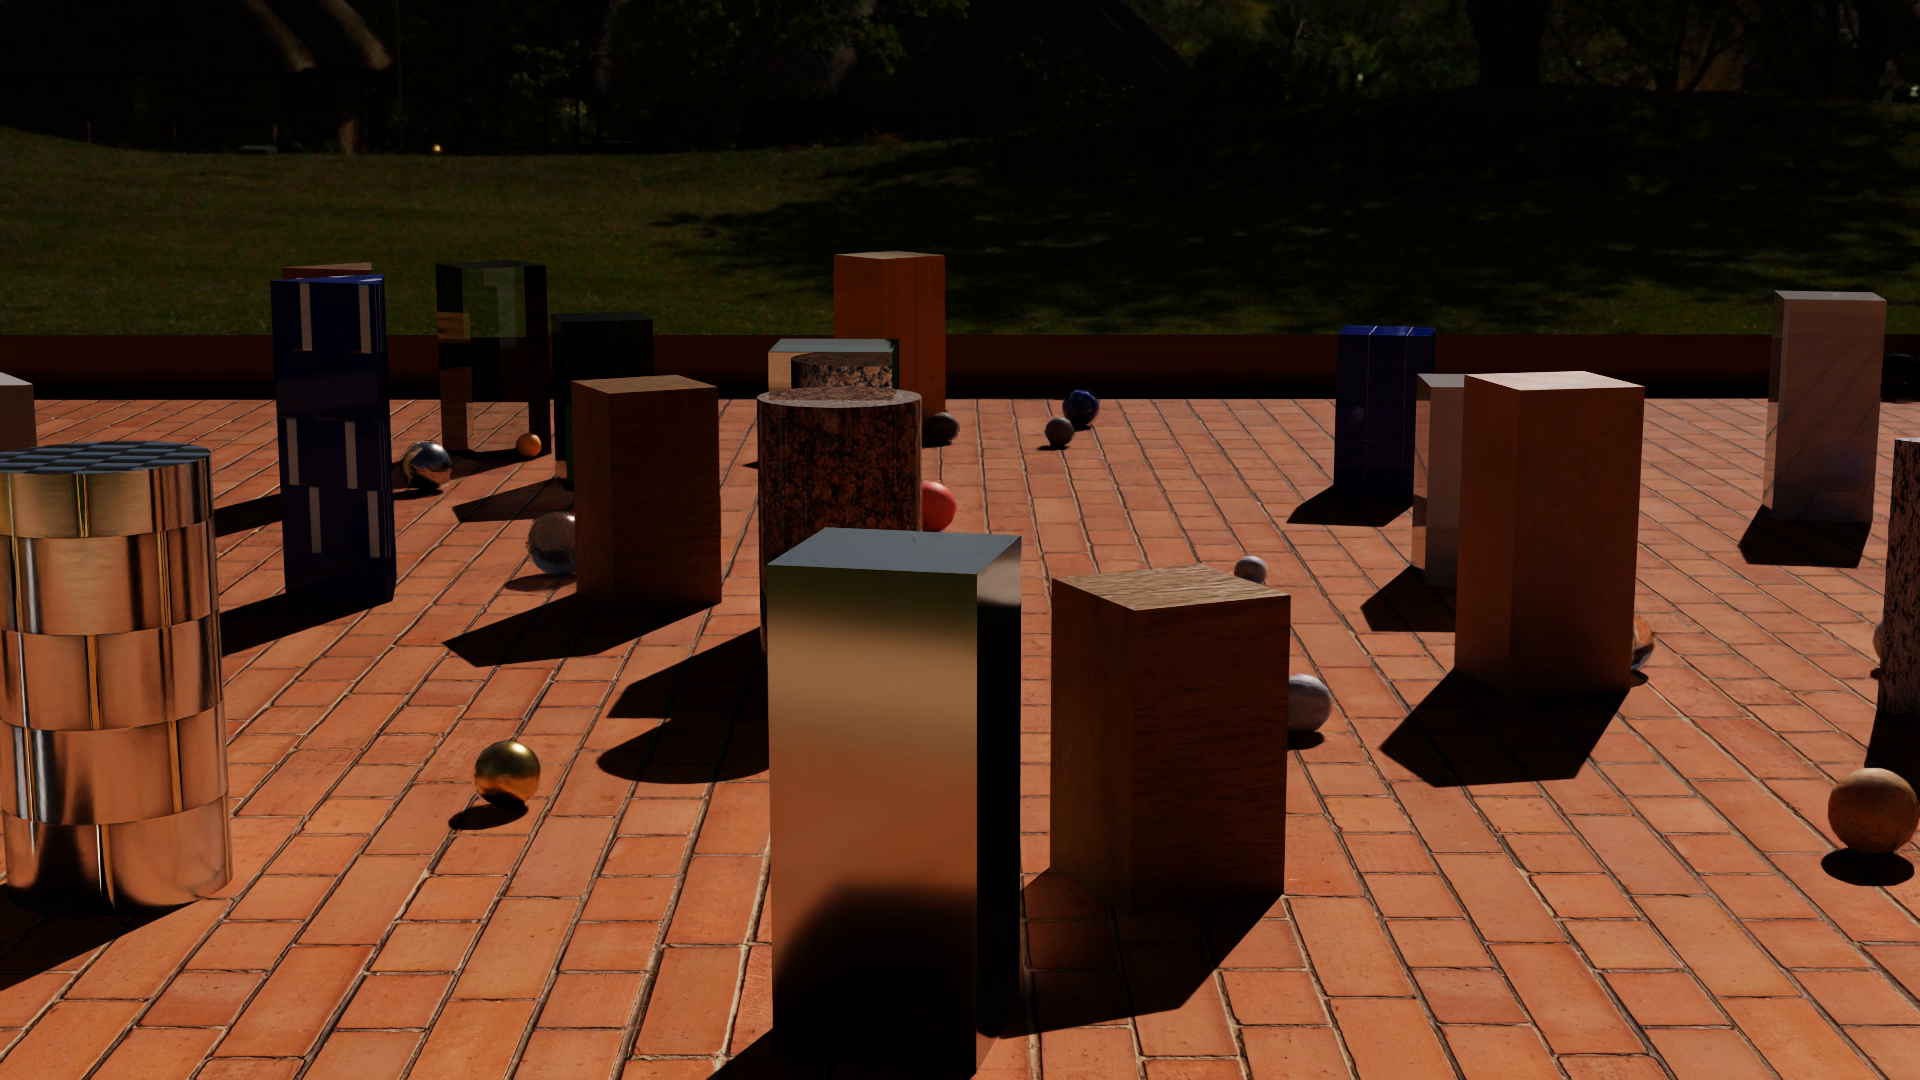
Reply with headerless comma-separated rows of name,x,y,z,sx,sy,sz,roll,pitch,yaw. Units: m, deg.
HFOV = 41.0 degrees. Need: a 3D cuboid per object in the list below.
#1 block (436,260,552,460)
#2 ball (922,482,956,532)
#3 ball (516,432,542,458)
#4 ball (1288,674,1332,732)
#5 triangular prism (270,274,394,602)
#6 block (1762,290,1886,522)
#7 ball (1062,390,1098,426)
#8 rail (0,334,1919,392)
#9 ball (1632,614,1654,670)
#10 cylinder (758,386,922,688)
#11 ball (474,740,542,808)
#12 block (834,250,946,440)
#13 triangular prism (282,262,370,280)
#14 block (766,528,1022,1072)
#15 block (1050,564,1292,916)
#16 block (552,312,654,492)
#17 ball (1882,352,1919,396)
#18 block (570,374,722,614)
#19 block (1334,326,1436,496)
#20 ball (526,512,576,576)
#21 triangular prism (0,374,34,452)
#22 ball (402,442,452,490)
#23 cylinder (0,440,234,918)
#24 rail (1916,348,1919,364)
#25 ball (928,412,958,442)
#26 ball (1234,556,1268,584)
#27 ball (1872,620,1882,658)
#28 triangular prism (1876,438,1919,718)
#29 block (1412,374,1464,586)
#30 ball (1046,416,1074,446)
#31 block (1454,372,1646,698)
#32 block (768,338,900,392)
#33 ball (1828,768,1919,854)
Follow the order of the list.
block,-0.880,-0.341,4.840,0.155,0.355,0.155,-7,13,-33
ball,-0.047,-0.052,4.030,0.081,0.081,0.081,0,11,0
ball,-0.807,-0.177,4.797,0.047,0.047,0.047,0,11,0
ball,0.378,0.180,2.827,0.064,0.064,0.064,0,11,0
triangular prism,-0.837,-0.147,3.573,0.168,0.435,0.145,4,11,19
block,1.405,-0.220,4.179,0.155,0.357,0.155,2,11,11
ball,0.245,-0.269,5.224,0.073,0.073,0.073,0,11,0
rail,-0.013,-0.393,5.740,4.369,0.126,0.045,0,11,0
ball,0.805,0.123,3.111,0.073,0.073,0.073,0,11,0
cylinder,-0.142,-0.001,3.045,0.194,0.341,0.194,0,11,0
ball,-0.449,0.232,2.543,0.067,0.067,0.067,0,11,0
block,-0.138,-0.379,5.035,0.155,0.359,0.155,-9,14,-39
triangular prism,-1.053,-0.283,4.445,0.168,0.384,0.145,3,11,16
block,-0.046,0.190,1.933,0.155,0.372,0.155,2,11,13
block,0.185,0.174,2.296,0.155,0.271,0.155,-5,12,-24
block,-0.625,-0.245,4.495,0.155,0.292,0.155,-3,11,-16
ball,2.078,-0.366,5.681,0.097,0.097,0.097,0,11,0
block,-0.430,-0.066,3.518,0.155,0.297,0.155,-5,12,-27
block,0.734,-0.225,4.435,0.155,0.274,0.155,3,11,13
ball,-0.576,0.005,3.693,0.093,0.093,0.093,0,11,0
triangular prism,-1.117,0.001,2.934,0.168,0.377,0.145,-1,11,-4
ball,-0.919,-0.127,4.428,0.085,0.085,0.085,0,11,0
cylinder,-0.755,0.118,2.276,0.194,0.388,0.194,0,11,0
rail,2.161,0.030,3.461,0.045,0.126,4.708,0,11,0
ball,-0.033,-0.220,5.000,0.057,0.057,0.057,0,11,0
ball,0.408,0.045,3.605,0.046,0.046,0.046,0,11,0
ball,1.148,0.122,3.123,0.070,0.070,0.070,0,11,0
triangular prism,1.155,0.043,2.888,0.145,0.313,0.168,-10,15,-44
block,0.738,-0.088,3.673,0.155,0.283,0.155,1,11,3
ball,0.192,-0.210,4.952,0.055,0.055,0.055,0,11,0
block,0.696,-0.011,3.046,0.155,0.360,0.155,-2,11,-12
block,-0.160,-0.067,3.317,0.155,0.371,0.155,0,11,2
ball,0.851,0.253,2.391,0.081,0.081,0.081,0,11,0
